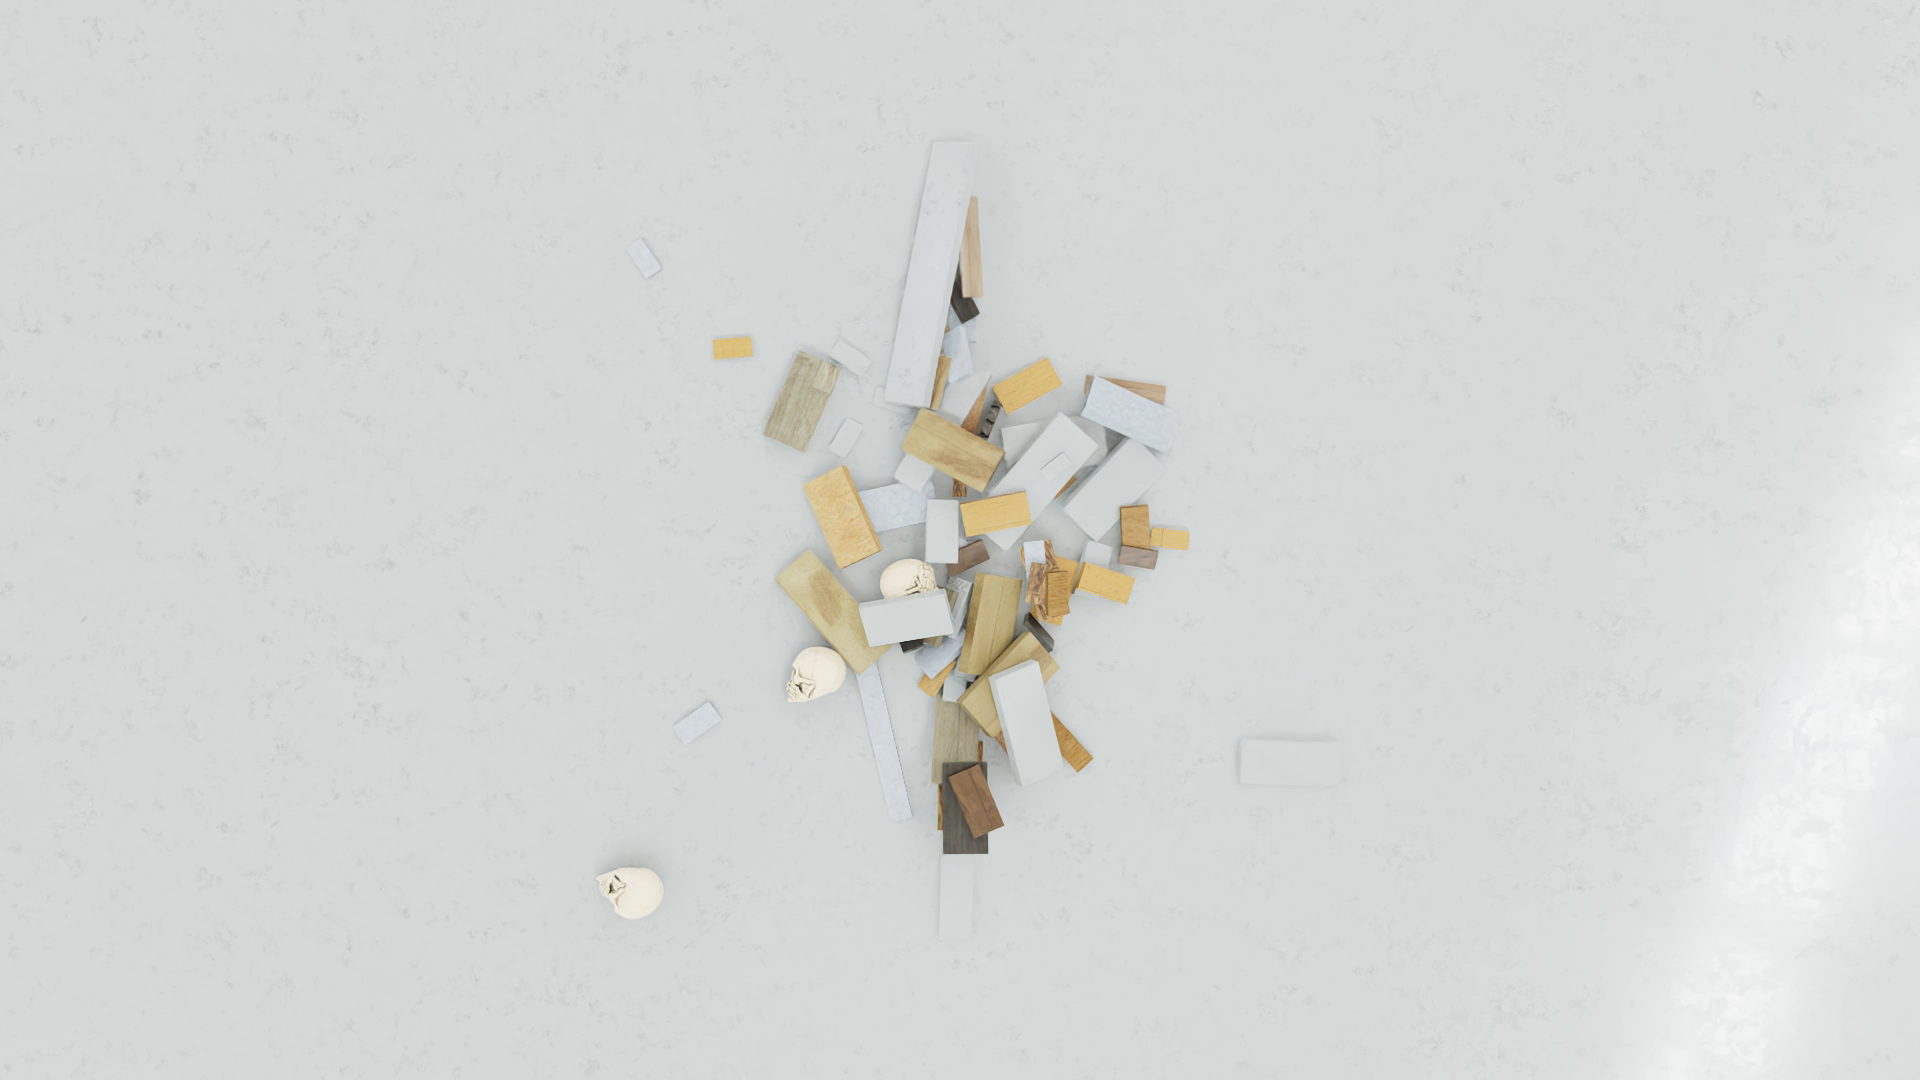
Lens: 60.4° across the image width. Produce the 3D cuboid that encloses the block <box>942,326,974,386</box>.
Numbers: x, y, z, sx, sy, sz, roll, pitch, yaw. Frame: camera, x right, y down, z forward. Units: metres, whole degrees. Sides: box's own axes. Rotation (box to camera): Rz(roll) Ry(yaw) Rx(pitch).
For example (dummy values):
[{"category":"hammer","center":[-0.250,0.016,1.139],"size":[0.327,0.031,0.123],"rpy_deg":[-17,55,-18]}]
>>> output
[{"category":"block","center":[-0.009,-0.603,5.392],"size":[0.088,0.025,0.175],"rpy_deg":[-27,64,39]}]

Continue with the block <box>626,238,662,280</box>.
[{"category":"block","center":[-1.052,-0.936,5.491],"size":[0.062,0.018,0.124],"rpy_deg":[-34,90,0]}]

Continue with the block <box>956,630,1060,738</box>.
[{"category":"block","center":[0.160,0.473,5.412],"size":[0.329,0.047,0.165],"rpy_deg":[-45,107,-15]}]

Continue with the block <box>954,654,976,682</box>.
[{"category":"block","center":[0.030,0.393,5.468],"size":[0.072,0.020,0.143],"rpy_deg":[15,73,-2]}]

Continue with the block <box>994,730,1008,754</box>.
[{"category":"block","center":[0.166,0.629,5.455],"size":[0.107,0.030,0.214],"rpy_deg":[-38,99,-16]}]

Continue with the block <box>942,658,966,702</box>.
[{"category":"block","center":[-0.015,0.467,5.466],"size":[0.072,0.020,0.143],"rpy_deg":[6,70,0]}]

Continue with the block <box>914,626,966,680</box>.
[{"category":"block","center":[-0.052,0.363,5.458],"size":[0.192,0.027,0.096],"rpy_deg":[-42,48,0]}]

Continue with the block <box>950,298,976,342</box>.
[{"category":"block","center":[0.010,-0.745,5.488],"size":[0.088,0.025,0.176],"rpy_deg":[-1,90,0]}]

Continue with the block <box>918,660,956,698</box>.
[{"category":"block","center":[-0.077,0.444,5.468],"size":[0.072,0.020,0.143],"rpy_deg":[33,91,40]}]

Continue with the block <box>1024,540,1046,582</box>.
[{"category":"block","center":[0.248,0.071,5.429],"size":[0.067,0.019,0.134],"rpy_deg":[-5,90,0]}]

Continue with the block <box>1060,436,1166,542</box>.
[{"category":"block","center":[0.505,-0.173,5.450],"size":[0.335,0.047,0.167],"rpy_deg":[-46,109,0]}]

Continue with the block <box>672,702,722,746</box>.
[{"category":"block","center":[-0.874,0.609,5.489],"size":[0.148,0.021,0.074],"rpy_deg":[-35,90,0]}]

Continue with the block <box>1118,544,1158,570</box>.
[{"category":"block","center":[0.589,0.057,5.458],"size":[0.126,0.018,0.063],"rpy_deg":[10,102,-9]}]

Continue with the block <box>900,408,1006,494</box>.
[{"category":"block","center":[-0.023,-0.293,5.380],"size":[0.308,0.044,0.154],"rpy_deg":[29,93,9]}]

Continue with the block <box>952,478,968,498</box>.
[{"category":"block","center":[0.001,-0.191,5.493],"size":[0.047,0.013,0.095],"rpy_deg":[1,90,0]}]

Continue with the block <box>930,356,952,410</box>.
[{"category":"block","center":[-0.084,-0.520,5.416],"size":[0.025,0.088,0.175],"rpy_deg":[11,95,-37]}]

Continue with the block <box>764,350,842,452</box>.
[{"category":"block","center":[-0.523,-0.459,5.478],"size":[0.153,0.043,0.305],"rpy_deg":[23,90,0]}]

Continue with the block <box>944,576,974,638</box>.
[{"category":"block","center":[-0.022,0.221,5.459],"size":[0.096,0.027,0.192],"rpy_deg":[21,90,39]}]

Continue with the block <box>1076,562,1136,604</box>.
[{"category":"block","center":[0.480,0.143,5.458],"size":[0.185,0.026,0.093],"rpy_deg":[18,90,-18]}]

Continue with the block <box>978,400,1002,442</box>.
[{"category":"block","center":[0.084,-0.352,5.446],"size":[0.030,0.108,0.215],"rpy_deg":[22,90,0]}]

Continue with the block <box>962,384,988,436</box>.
[{"category":"block","center":[0.019,-0.437,5.454],"size":[0.108,0.030,0.215],"rpy_deg":[13,90,0]}]

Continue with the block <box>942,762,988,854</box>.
[{"category":"block","center":[0.017,0.869,5.354],"size":[0.147,0.042,0.294],"rpy_deg":[-1,90,0]}]

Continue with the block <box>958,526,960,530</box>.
[{"category":"block","center":[-0.047,-0.015,5.479],"size":[0.050,0.014,0.101],"rpy_deg":[33,90,0]}]

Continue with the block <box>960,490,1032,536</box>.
[{"category":"block","center":[0.118,-0.086,5.411],"size":[0.219,0.031,0.109],"rpy_deg":[-11,102,0]}]

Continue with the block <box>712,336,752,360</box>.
[{"category":"block","center":[-0.756,-0.638,5.491],"size":[0.128,0.018,0.064],"rpy_deg":[-5,90,0]}]

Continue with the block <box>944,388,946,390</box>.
[{"category":"block","center":[-0.007,-0.392,5.485],"size":[0.108,0.030,0.215],"rpy_deg":[5,90,0]}]

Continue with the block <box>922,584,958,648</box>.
[{"category":"block","center":[-0.079,0.249,5.459],"size":[0.096,0.027,0.192],"rpy_deg":[20,90,39]}]

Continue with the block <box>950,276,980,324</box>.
[{"category":"block","center":[0.003,-0.794,5.465],"size":[0.070,0.020,0.140],"rpy_deg":[-28,90,0]}]

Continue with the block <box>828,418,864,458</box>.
[{"category":"block","center":[-0.379,-0.339,5.491],"size":[0.062,0.018,0.124],"rpy_deg":[31,90,0]}]

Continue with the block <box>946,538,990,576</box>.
[{"category":"block","center":[0.021,0.059,5.468],"size":[0.143,0.020,0.072],"rpy_deg":[-25,105,-9]}]

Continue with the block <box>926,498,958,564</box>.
[{"category":"block","center":[-0.059,-0.028,5.433],"size":[0.104,0.030,0.209],"rpy_deg":[2,83,-6]}]

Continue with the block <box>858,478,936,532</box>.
[{"category":"block","center":[-0.220,-0.110,5.480],"size":[0.286,0.041,0.143],"rpy_deg":[-12,90,0]}]

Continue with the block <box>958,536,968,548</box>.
[{"category":"block","center":[-0.020,0.036,5.472],"size":[0.050,0.014,0.101],"rpy_deg":[34,90,-17]}]
